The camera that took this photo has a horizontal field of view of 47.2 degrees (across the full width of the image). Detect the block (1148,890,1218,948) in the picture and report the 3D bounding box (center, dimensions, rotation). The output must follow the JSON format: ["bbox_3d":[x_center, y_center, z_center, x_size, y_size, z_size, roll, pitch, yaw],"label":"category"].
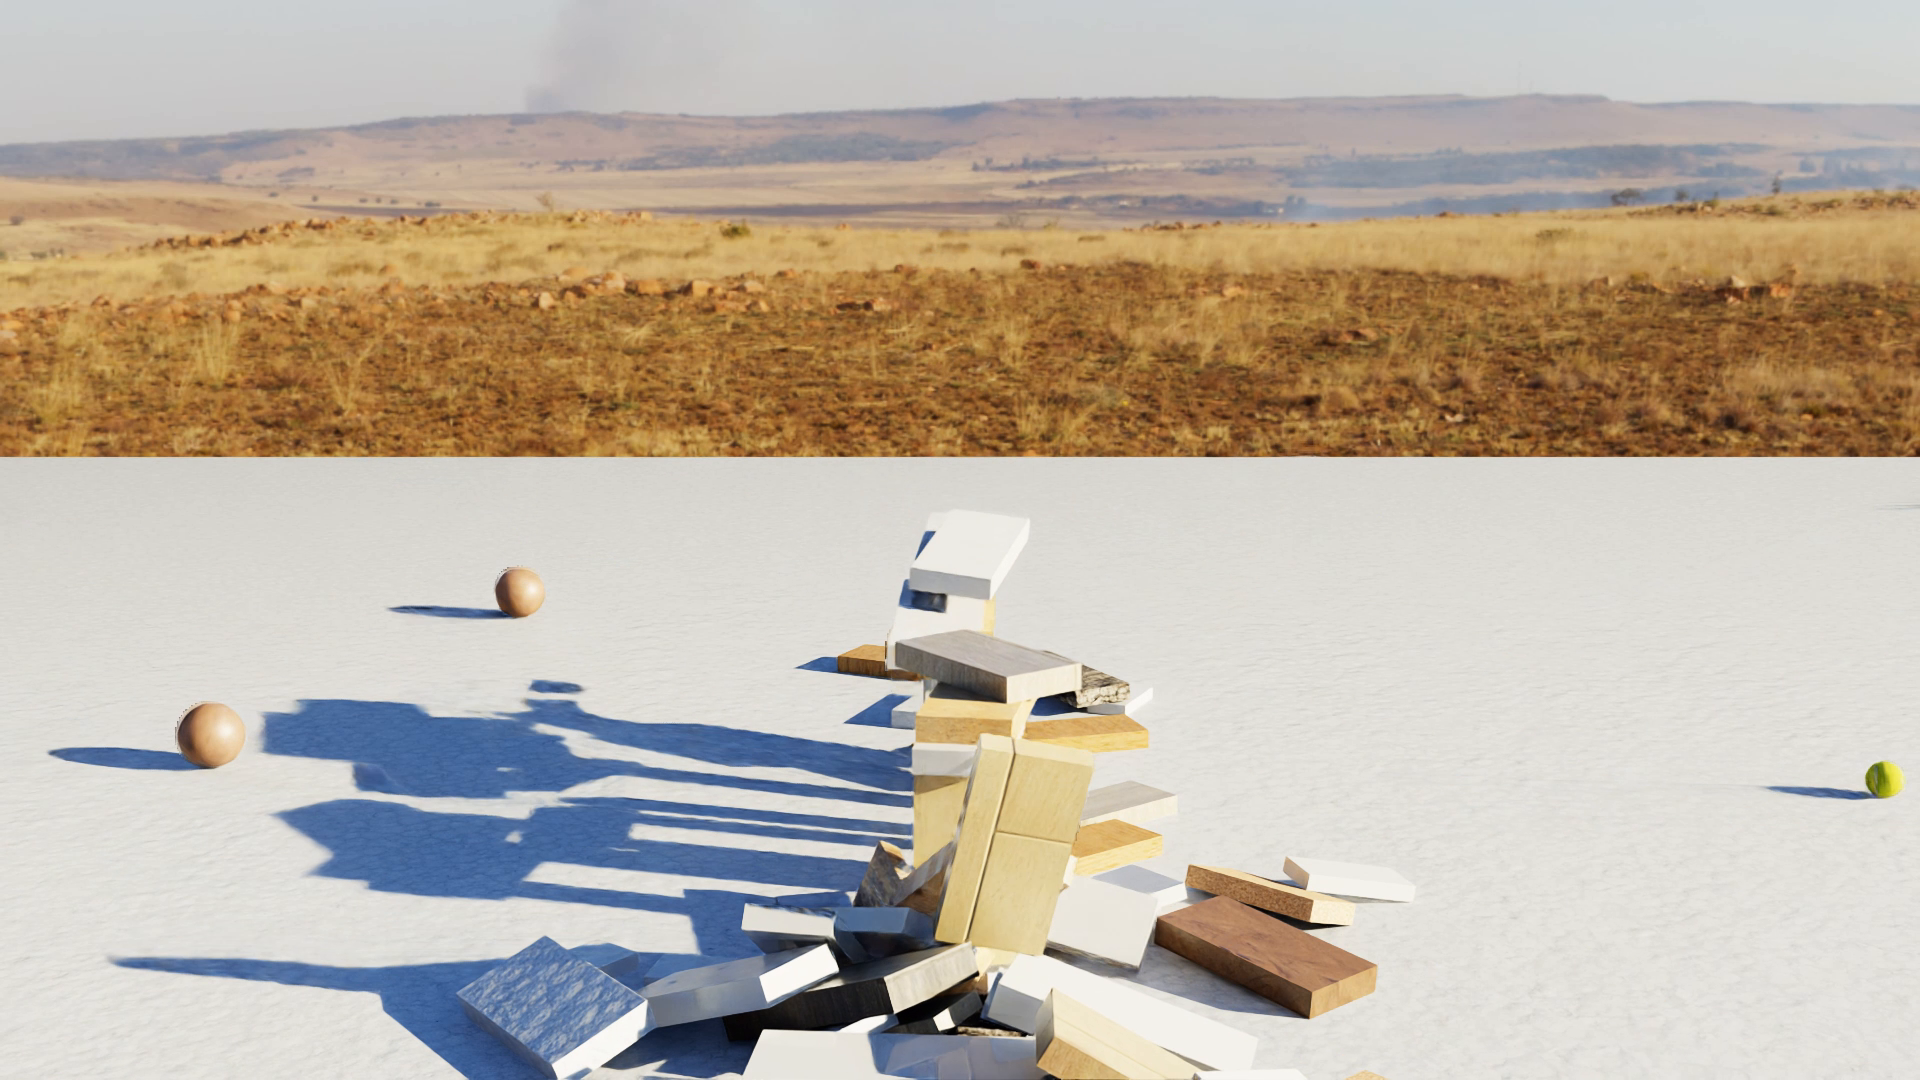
[{"bbox_3d":[0.351,0.605,3.513,0.097,0.028,0.194,3,11,17],"label":"block"}]

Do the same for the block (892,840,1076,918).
[{"bbox_3d":[0.031,0.490,3.131,0.151,0.043,0.301,24,-33,-13],"label":"block"}]

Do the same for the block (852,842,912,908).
[{"bbox_3d":[-0.104,0.577,3.417,0.032,0.114,0.342,22,5,-15],"label":"block"}]

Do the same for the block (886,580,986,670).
[{"bbox_3d":[-0.039,0.157,4.027,0.157,0.044,0.342,4,19,2],"label":"block"}]

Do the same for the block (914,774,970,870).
[{"bbox_3d":[0.000,0.486,3.452,0.141,0.283,0.040,0,11,1],"label":"block"}]

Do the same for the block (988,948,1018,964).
[{"bbox_3d":[0.031,0.618,3.328,0.092,0.026,0.184,-1,-3,-6],"label":"block"}]

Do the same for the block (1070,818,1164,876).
[{"bbox_3d":[0.222,0.541,3.835,0.247,0.035,0.124,-8,13,-38],"label":"block"}]

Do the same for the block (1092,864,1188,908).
[{"bbox_3d":[0.287,0.570,3.598,0.091,0.026,0.182,-14,7,-22],"label":"block"}]

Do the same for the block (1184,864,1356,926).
[{"bbox_3d":[0.501,0.574,3.563,0.247,0.035,0.124,10,-3,43],"label":"block"}]

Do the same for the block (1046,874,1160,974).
[{"bbox_3d":[0.178,0.573,3.359,0.229,0.114,0.032,14,-29,13],"label":"block"}]

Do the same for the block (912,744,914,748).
[{"bbox_3d":[-0.034,0.424,4.519,0.119,0.017,0.059,-8,13,-37],"label":"block"}]

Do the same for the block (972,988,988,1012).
[{"bbox_3d":[0.033,0.653,3.138,0.077,0.022,0.154,3,-7,-19],"label":"block"}]

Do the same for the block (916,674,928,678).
[{"bbox_3d":[-0.011,0.234,4.063,0.123,0.035,0.246,0,-1,2],"label":"block"}]

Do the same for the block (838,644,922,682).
[{"bbox_3d":[-0.137,0.291,5.174,0.270,0.038,0.135,5,12,26],"label":"block"}]

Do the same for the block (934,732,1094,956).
[{"bbox_3d":[0.070,0.412,2.958,0.151,0.302,0.043,10,23,-8],"label":"block"}]

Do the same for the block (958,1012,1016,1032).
[{"bbox_3d":[0.030,0.663,3.037,0.077,0.022,0.154,8,-12,-11],"label":"block"}]

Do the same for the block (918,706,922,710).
[{"bbox_3d":[-0.014,0.328,3.781,0.111,0.031,0.221,0,10,-2],"label":"block"}]

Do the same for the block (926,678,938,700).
[{"bbox_3d":[-0.003,0.376,4.140,0.123,0.246,0.035,0,-1,0],"label":"block"}]

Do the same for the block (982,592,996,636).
[{"bbox_3d":[-0.011,0.133,4.233,0.157,0.044,0.314,3,20,1],"label":"block"}]

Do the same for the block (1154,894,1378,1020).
[{"bbox_3d":[0.456,0.622,3.301,0.152,0.043,0.304,-9,20,-41],"label":"block"}]

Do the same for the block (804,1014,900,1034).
[{"bbox_3d":[-0.164,0.664,2.985,0.090,0.026,0.181,-19,-3,-30],"label":"block"}]

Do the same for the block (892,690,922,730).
[{"bbox_3d":[-0.036,0.362,4.791,0.135,0.038,0.270,4,11,20],"label":"block"}]

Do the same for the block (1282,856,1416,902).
[{"bbox_3d":[0.644,0.562,3.644,0.194,0.028,0.097,9,8,-17],"label":"block"}]

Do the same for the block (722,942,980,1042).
[{"bbox_3d":[-0.154,0.622,3.023,0.341,0.048,0.171,-20,-6,42],"label":"block"}]

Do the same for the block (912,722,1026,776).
[{"bbox_3d":[0.017,0.315,3.490,0.141,0.040,0.283,2,11,8],"label":"block"}]

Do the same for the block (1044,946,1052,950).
[{"bbox_3d":[0.193,0.603,3.456,0.182,0.026,0.091,-13,5,-41],"label":"block"}]

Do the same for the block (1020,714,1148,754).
[{"bbox_3d":[0.209,0.408,4.544,0.336,0.038,0.135,-3,11,-17],"label":"block"}]

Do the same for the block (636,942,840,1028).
[{"bbox_3d":[-0.335,0.626,3.065,0.307,0.043,0.153,-18,-2,36],"label":"block"}]

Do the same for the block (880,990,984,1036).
[{"bbox_3d":[-0.074,0.656,2.975,0.215,0.026,0.090,-24,0,42],"label":"block"}]

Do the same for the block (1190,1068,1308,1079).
[{"bbox_3d":[0.384,0.702,2.716,0.218,0.031,0.109,13,19,-46],"label":"block"}]

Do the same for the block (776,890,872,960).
[{"bbox_3d":[-0.217,0.611,3.469,0.114,0.032,0.229,-2,11,-13],"label":"block"}]

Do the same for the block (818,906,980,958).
[{"bbox_3d":[-0.094,0.566,3.154,0.128,0.036,0.256,28,-22,-27],"label":"block"}]

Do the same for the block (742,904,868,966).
[{"bbox_3d":[-0.219,0.573,3.139,0.128,0.036,0.256,3,-23,10],"label":"block"}]

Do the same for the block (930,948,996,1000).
[{"bbox_3d":[-0.018,0.619,3.169,0.026,0.092,0.184,40,-16,-14],"label":"block"}]

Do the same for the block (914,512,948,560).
[{"bbox_3d":[0.003,0.024,4.275,0.157,0.044,0.314,5,20,4],"label":"block"}]

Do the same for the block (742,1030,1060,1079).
[{"bbox_3d":[-0.049,0.672,2.749,0.424,0.048,0.171,1,8,4],"label":"block"}]

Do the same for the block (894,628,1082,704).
[{"bbox_3d":[0.043,0.205,3.616,0.152,0.043,0.304,-8,13,-36],"label":"block"}]

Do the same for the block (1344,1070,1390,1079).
[{"bbox_3d":[0.569,0.737,2.794,0.109,0.031,0.218,-9,14,-42],"label":"block"}]

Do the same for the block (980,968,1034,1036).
[{"bbox_3d":[0.077,0.627,2.991,0.077,0.022,0.154,19,9,6],"label":"block"}]

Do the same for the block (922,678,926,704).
[{"bbox_3d":[-0.014,0.214,4.413,0.127,0.036,0.254,0,53,-4],"label":"block"}]

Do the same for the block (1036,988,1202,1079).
[{"bbox_3d":[0.237,0.671,2.707,0.307,0.043,0.153,30,10,-4],"label":"block"}]

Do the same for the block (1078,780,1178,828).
[{"bbox_3d":[0.270,0.498,4.068,0.247,0.035,0.124,-9,14,-39],"label":"block"}]

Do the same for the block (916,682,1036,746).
[{"bbox_3d":[0.036,0.259,3.559,0.151,0.043,0.371,2,11,9],"label":"block"}]

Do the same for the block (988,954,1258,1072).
[{"bbox_3d":[0.220,0.648,2.921,0.341,0.048,0.171,19,9,10],"label":"block"}]

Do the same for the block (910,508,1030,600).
[{"bbox_3d":[0.021,0.025,4.140,0.152,0.043,0.304,8,23,13],"label":"block"}]

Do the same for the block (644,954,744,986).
[{"bbox_3d":[-0.361,0.651,3.266,0.194,0.028,0.097,2,11,11],"label":"block"}]

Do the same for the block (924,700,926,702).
[{"bbox_3d":[-0.002,0.412,3.954,0.123,0.246,0.035,0,10,0],"label":"block"}]

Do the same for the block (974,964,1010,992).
[{"bbox_3d":[0.060,0.635,3.208,0.092,0.026,0.184,0,-6,-15],"label":"block"}]

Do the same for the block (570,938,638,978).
[{"bbox_3d":[-0.581,0.646,3.298,0.091,0.026,0.182,9,14,39],"label":"block"}]

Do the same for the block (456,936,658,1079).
[{"bbox_3d":[-0.565,0.654,3.064,0.153,0.043,0.307,-31,26,-29],"label":"block"}]

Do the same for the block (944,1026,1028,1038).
[{"bbox_3d":[0.030,0.670,2.950,0.091,0.026,0.182,7,-13,-6],"label":"block"}]

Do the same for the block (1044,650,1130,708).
[{"bbox_3d":[0.230,0.312,4.978,0.128,0.036,0.443,-7,9,-21],"label":"block"}]

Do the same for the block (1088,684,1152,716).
[{"bbox_3d":[0.355,0.354,4.872,0.088,0.025,0.176,5,12,24],"label":"block"}]
